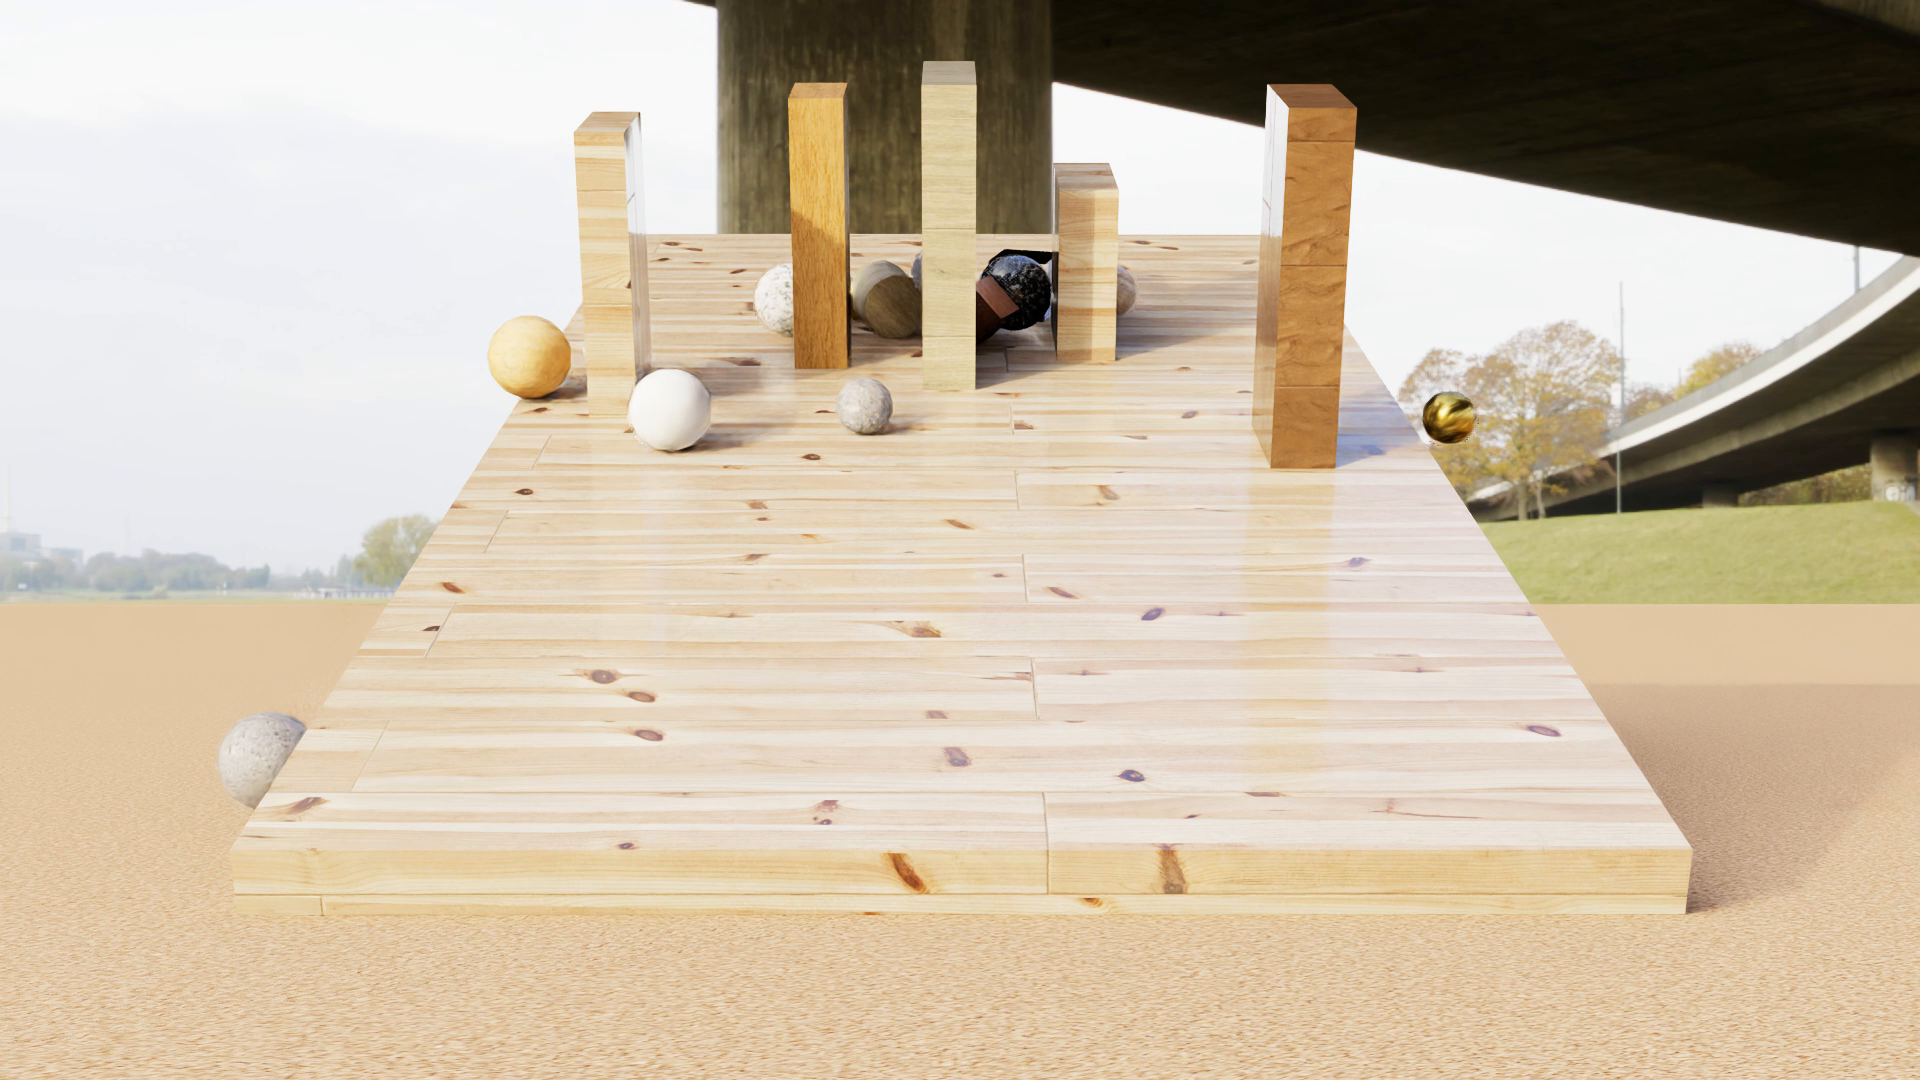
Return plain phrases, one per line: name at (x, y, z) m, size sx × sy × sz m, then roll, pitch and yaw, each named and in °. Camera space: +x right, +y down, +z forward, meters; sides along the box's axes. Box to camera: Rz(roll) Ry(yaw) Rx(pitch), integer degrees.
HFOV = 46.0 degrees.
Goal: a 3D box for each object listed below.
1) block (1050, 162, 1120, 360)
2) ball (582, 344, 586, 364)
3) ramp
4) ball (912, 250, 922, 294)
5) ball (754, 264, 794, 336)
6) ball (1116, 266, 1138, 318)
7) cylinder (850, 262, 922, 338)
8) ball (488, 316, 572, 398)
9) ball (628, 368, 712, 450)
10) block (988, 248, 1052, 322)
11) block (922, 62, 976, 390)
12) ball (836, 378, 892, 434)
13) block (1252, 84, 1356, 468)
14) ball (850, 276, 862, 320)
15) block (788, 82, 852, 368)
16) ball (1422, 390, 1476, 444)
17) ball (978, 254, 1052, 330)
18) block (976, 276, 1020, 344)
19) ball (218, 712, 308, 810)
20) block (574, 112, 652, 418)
block at (0.305, -0.692, 5.588) m, size 0.141 × 0.416 × 0.363 m, roll 0°, pitch 20°, yaw 0°
ball at (-0.830, -0.436, 5.320) m, size 0.113 × 0.113 × 0.113 m, roll 0°, pitch -1°, yaw 0°
ramp at (-0.005, -0.205, 4.991) m, size 2.000 × 0.100 × 4.000 m, roll 0°, pitch 20°, yaw 0°
ball at (-0.044, -0.665, 5.612) m, size 0.154 × 0.154 × 0.154 m, roll 0°, pitch -1°, yaw 0°
ball at (-0.427, -0.605, 5.691) m, size 0.180 × 0.180 × 0.180 m, roll 0°, pitch -1°, yaw 0°
ball at (0.391, -0.645, 5.869) m, size 0.138 × 0.138 × 0.138 m, roll 0°, pitch -1°, yaw 0°
cylinder at (-0.182, -0.609, 5.731) m, size 0.162 × 0.162 × 0.162 m, roll 0°, pitch 19°, yaw -18°
ball at (-0.980, -0.417, 5.151) m, size 0.189 × 0.189 × 0.189 m, roll 0°, pitch -1°, yaw 0°
ball at (-0.612, -0.275, 4.781) m, size 0.174 × 0.174 × 0.174 m, roll 0°, pitch -1°, yaw 0°
block at (0.168, -0.666, 5.907) m, size 0.151 × 0.151 × 0.151 m, roll 6°, pitch 21°, yaw 16°
block at (-0.026, -0.741, 5.301) m, size 0.121 × 0.700 × 0.381 m, roll 0°, pitch 20°, yaw 0°
ball at (-0.207, -0.290, 4.901) m, size 0.122 × 0.122 × 0.122 m, roll 0°, pitch -1°, yaw 0°
block at (0.710, -0.551, 4.710) m, size 0.135 × 0.743 × 0.312 m, roll 0°, pitch 20°, yaw 0°
ball at (-0.273, -0.624, 5.848) m, size 0.111 × 0.111 × 0.111 m, roll 0°, pitch -1°, yaw 0°
block at (-0.333, -0.753, 5.419) m, size 0.126 × 0.642 × 0.243 m, roll 0°, pitch 20°, yaw 0°
ball at (1.065, -0.266, 4.929) m, size 0.116 × 0.116 × 0.116 m, roll 0°, pitch -1°, yaw 0°
ball at (0.138, -0.628, 5.739) m, size 0.193 × 0.193 × 0.193 m, roll 0°, pitch -1°, yaw 0°
block at (0.052, -0.569, 5.623) m, size 0.113 × 0.113 × 0.113 m, roll -43°, pitch -4°, yaw 31°
ball at (-1.423, 0.456, 4.661) m, size 0.203 × 0.203 × 0.203 m, roll 0°, pitch -1°, yaw 0°
block at (-0.769, -0.615, 5.047) m, size 0.107 × 0.634 × 0.281 m, roll 0°, pitch 20°, yaw 0°
